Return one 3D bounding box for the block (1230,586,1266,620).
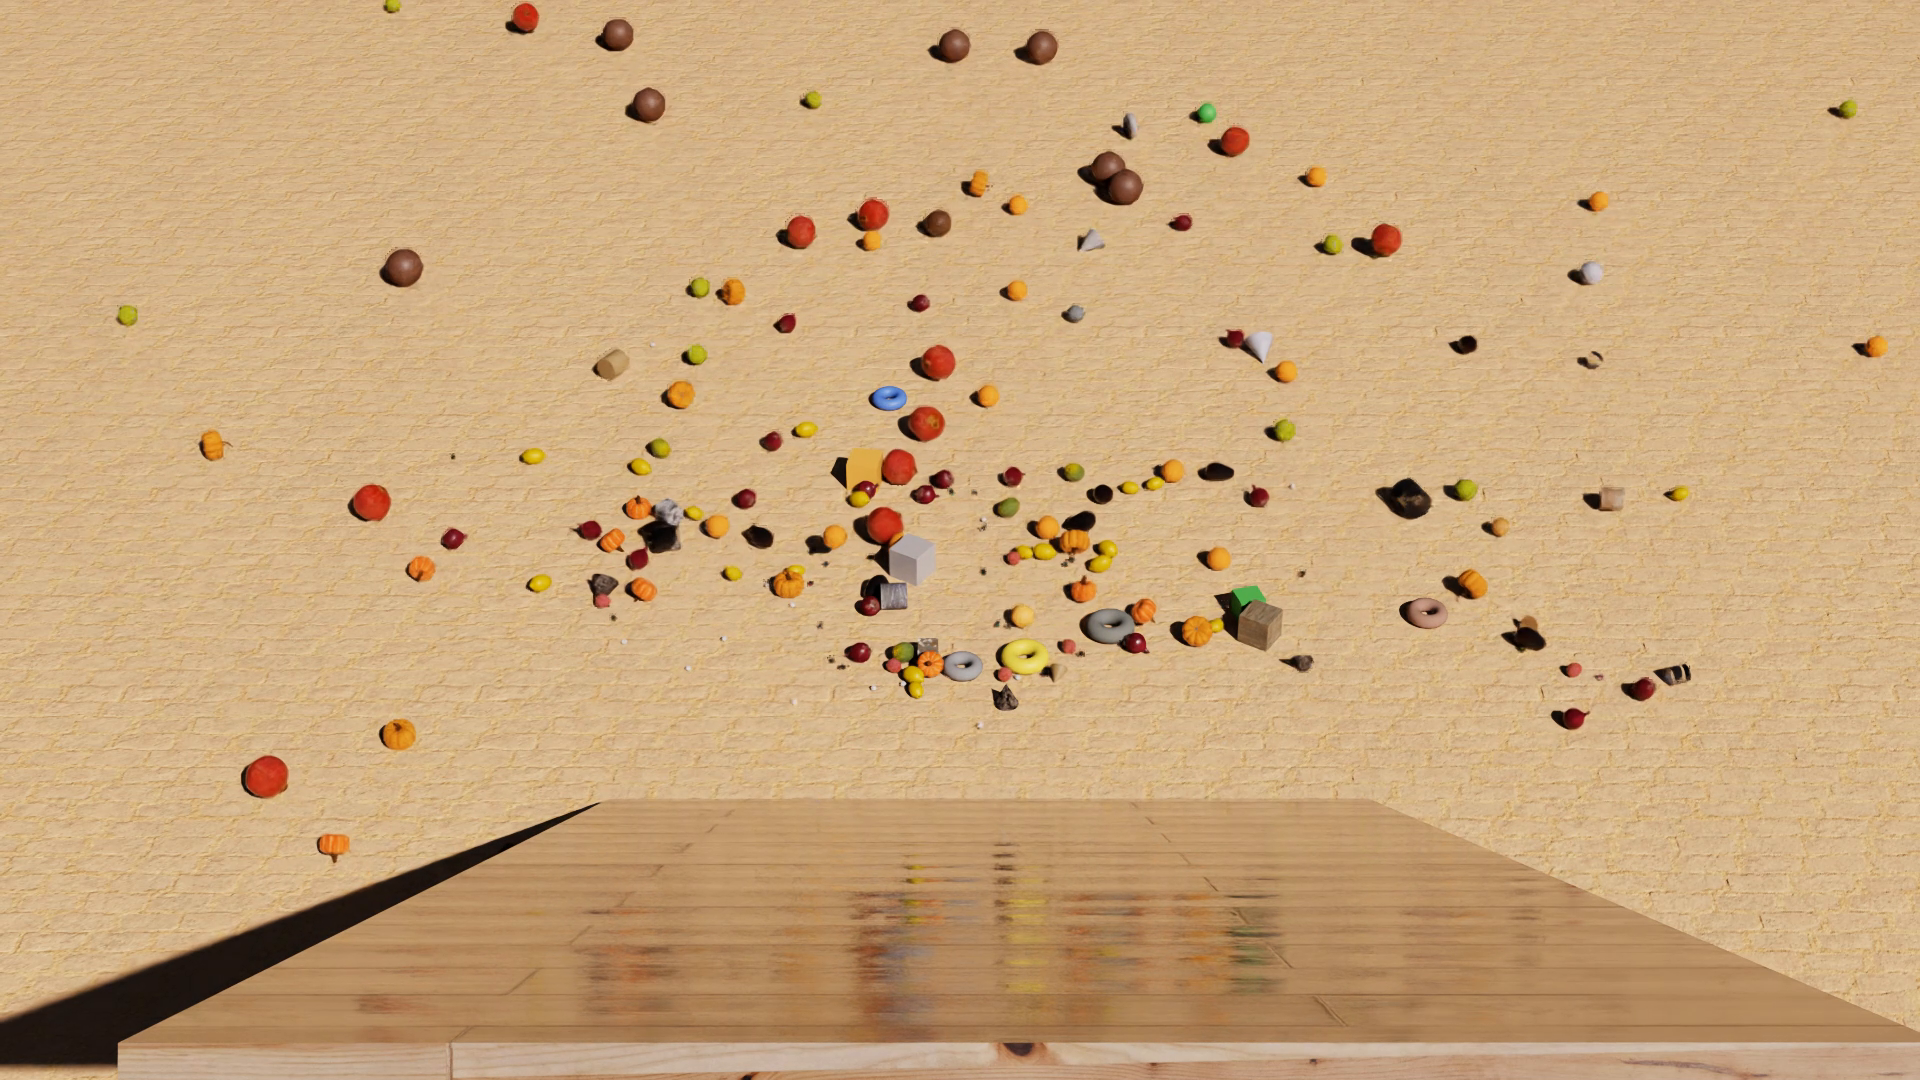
[{"bbox_3d":[0.845,0.191,7.610,0.077,0.077,0.077,-9,36,-13],"label":"block"}]

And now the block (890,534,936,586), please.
[{"bbox_3d":[-0.142,0.059,7.778,0.099,0.099,0.099,20,40,26],"label":"block"}]

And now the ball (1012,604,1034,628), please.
[{"bbox_3d":[0.183,0.221,7.575,0.068,0.068,0.068,0,35,0],"label":"ball"}]

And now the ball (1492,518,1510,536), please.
[{"bbox_3d":[1.656,-0.040,7.956,0.056,0.056,0.056,0,35,0],"label":"ball"}]

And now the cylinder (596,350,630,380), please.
[{"bbox_3d":[-1.162,-0.588,8.712,0.080,0.080,0.080,21,40,27],"label":"cylinder"}]

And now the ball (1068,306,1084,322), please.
[{"bbox_3d":[0.402,-0.785,9.010,0.059,0.059,0.059,0,35,0],"label":"ball"}]

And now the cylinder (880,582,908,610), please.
[{"bbox_3d":[-0.194,0.164,7.648,0.077,0.077,0.077,-2,35,-2],"label":"cylinder"}]

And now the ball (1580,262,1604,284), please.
[{"bbox_3d":[2.241,-0.947,9.219,0.082,0.082,0.082,0,35,0],"label":"ball"}]

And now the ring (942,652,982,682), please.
[{"bbox_3d":[0.008,0.360,7.405,0.116,0.039,0.116,1,36,-1],"label":"ring"}]

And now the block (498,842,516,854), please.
[{"bbox_3d":[-1.147,0.841,6.687,0.078,0.078,0.078,12,37,16],"label":"block"}]

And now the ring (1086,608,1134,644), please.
[{"bbox_3d":[0.437,0.250,7.552,0.144,0.048,0.144,0,34,0],"label":"ring"}]

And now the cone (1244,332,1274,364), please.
[{"bbox_3d":[1.022,-0.638,8.815,0.100,0.100,0.100,-4,62,-6],"label":"cone"}]

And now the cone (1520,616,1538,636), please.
[{"bbox_3d":[1.671,0.248,7.574,0.056,0.056,0.056,29,18,35],"label":"cone"}]

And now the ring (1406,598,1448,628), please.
[{"bbox_3d":[1.368,0.214,7.610,0.122,0.041,0.122,0,37,0],"label":"ring"}]

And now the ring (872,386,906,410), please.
[{"bbox_3d":[-0.233,-0.468,8.578,0.116,0.039,0.116,0,36,0],"label":"ring"}]

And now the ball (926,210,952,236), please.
[{"bbox_3d":[-0.078,-1.160,9.508,0.097,0.097,0.097,0,35,0],"label":"ball"}]

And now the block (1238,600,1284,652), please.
[{"bbox_3d":[0.869,0.247,7.516,0.094,0.094,0.094,20,40,26],"label":"block"}]

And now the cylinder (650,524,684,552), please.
[{"bbox_3d":[-0.890,-0.005,7.888,0.077,0.077,0.077,6,29,-31],"label":"cylinder"}]

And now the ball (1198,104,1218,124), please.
[{"bbox_3d":[0.978,-1.688,10.275,0.077,0.077,0.077,0,35,0],"label":"ball"}]

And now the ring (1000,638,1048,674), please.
[{"bbox_3d":[0.186,0.334,7.435,0.138,0.046,0.138,-1,36,1],"label":"ring"}]

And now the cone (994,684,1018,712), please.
[{"bbox_3d":[0.129,0.430,7.277,0.070,0.070,0.070,0,35,0],"label":"cone"}]

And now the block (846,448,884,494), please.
[{"bbox_3d":[-0.298,-0.219,8.174,0.097,0.097,0.097,7,36,9],"label":"block"}]

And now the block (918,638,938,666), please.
[{"bbox_3d":[-0.091,0.321,7.442,0.058,0.058,0.058,0,35,0],"label":"block"}]

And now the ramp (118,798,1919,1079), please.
[{"bbox_3d":[0.078,0.666,4.842,2.000,0.100,4.000,0,-2,0],"label":"ramp"}]

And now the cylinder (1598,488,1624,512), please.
[{"bbox_3d":[2.024,-0.126,8.068,0.068,0.068,0.068,5,36,8],"label":"cylinder"}]

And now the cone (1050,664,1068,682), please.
[{"bbox_3d":[0.274,0.386,7.381,0.052,0.052,0.052,11,64,15],"label":"cone"}]

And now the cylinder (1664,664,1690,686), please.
[{"bbox_3d":[2.034,0.381,7.362,0.052,0.052,0.052,-16,38,-14],"label":"cylinder"}]

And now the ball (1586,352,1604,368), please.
[{"bbox_3d":[2.140,-0.607,8.760,0.056,0.056,0.056,0,35,0],"label":"ball"}]

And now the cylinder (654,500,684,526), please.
[{"bbox_3d":[-0.896,-0.083,8.009,0.065,0.065,0.065,-27,43,-33],"label":"cylinder"}]

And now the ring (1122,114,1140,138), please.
[{"bbox_3d":[0.668,-1.619,10.157,0.033,0.100,0.100,-6,34,-29],"label":"ring"}]
